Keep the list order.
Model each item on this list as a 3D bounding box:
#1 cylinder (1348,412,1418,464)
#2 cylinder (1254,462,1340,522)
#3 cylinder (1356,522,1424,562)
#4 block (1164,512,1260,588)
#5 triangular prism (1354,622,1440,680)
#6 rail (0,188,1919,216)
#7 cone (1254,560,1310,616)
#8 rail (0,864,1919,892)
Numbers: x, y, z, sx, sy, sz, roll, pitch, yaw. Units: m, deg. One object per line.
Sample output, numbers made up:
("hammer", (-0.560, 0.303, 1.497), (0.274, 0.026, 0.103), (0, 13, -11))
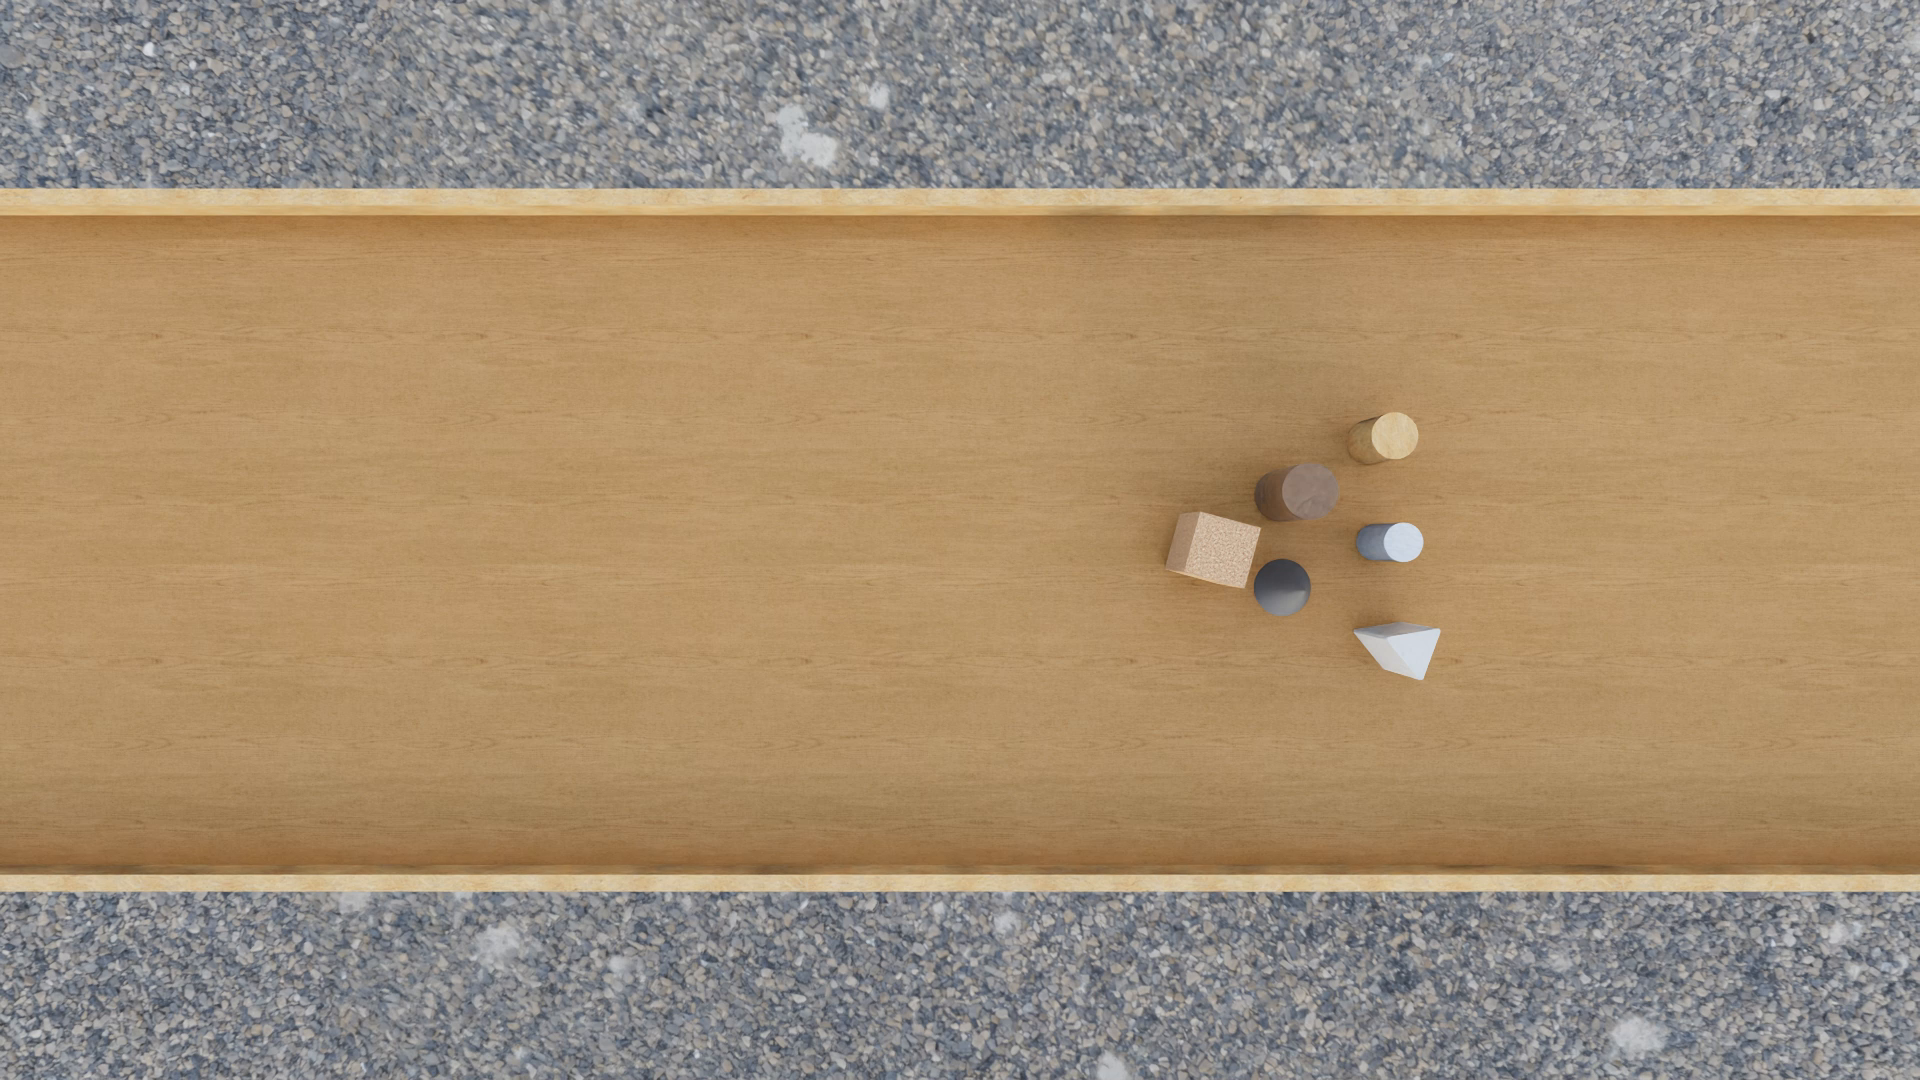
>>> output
("cylinder", (1.259, -0.302, 4.925), (0.136, 0.302, 0.136), (0, 90, 0))
("cylinder", (0.986, -0.137, 4.857), (0.161, 0.439, 0.161), (0, 90, 0))
("cylinder", (1.276, 0.007, 4.910), (0.113, 0.334, 0.113), (0, 90, 0))
("block", (0.738, 0.028, 4.858), (0.177, 0.438, 0.177), (15, 90, 0))
("triangular prism", (1.311, 0.296, 4.877), (0.132, 0.400, 0.153), (-39, 90, 0))
("rail", (-2.247, -1.025, 5.002), (12.000, 0.150, 0.050), (0, 90, 0))
("cone", (0.992, 0.146, 4.911), (0.176, 0.331, 0.176), (0, 90, 0))
("rail", (-2.247, 1.025, 5.001), (12.000, 0.150, 0.050), (0, 90, 0))
